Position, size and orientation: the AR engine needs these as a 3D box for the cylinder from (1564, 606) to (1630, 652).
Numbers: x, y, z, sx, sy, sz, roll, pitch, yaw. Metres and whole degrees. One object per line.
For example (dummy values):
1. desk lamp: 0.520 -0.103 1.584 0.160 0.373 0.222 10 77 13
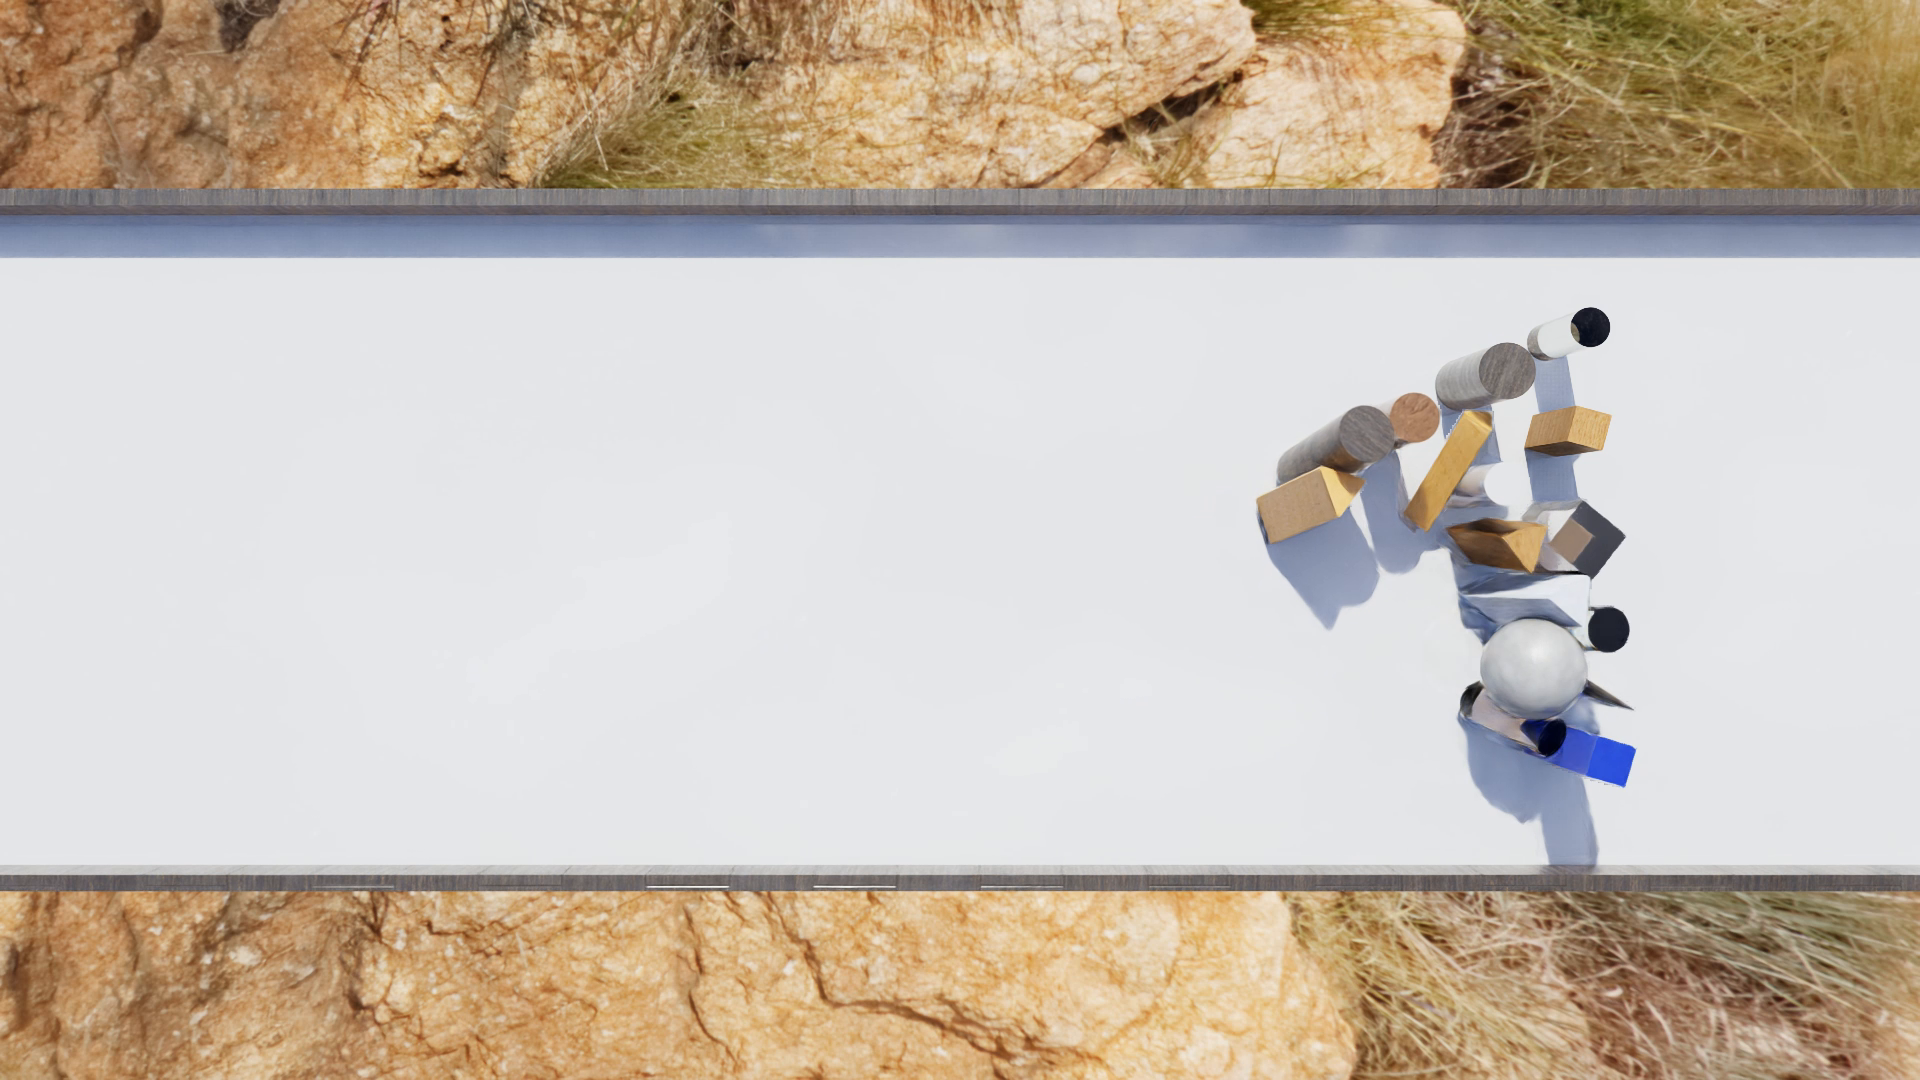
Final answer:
1. cylinder: 1.815 0.260 4.881 0.132 0.373 0.132 0 89 -10

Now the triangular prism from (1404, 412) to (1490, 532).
1. triangular prism: 1.458 -0.197 4.888 0.093 0.416 0.080 -2 47 -21

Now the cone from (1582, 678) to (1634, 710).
1. cone: 1.892 0.437 5.051 0.437 0.103 0.103 25 90 -7

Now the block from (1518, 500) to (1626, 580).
1. block: 1.785 0.001 4.895 0.166 0.348 0.166 38 88 -3

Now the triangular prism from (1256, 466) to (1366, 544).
1. triangular prism: 1.046 -0.115 4.883 0.130 0.368 0.150 -16 84 -23

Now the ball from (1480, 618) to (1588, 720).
1. ball: 1.654 0.372 4.759 0.294 0.294 0.294 0 90 0

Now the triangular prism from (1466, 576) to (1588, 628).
1. triangular prism: 1.692 0.157 4.872 0.147 0.401 0.128 38 78 -14

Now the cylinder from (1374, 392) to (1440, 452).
1. cylinder: 1.270 -0.336 4.860 0.144 0.422 0.144 0 87 -4

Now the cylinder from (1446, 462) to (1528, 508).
1. cylinder: 1.533 -0.158 4.854 0.122 0.445 0.122 0 90 0

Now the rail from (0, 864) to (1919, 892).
1. rail: -2.247 1.025 5.001 12.000 0.150 0.050 0 90 0

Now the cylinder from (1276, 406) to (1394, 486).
1. cylinder: 1.094 -0.251 4.836 0.167 0.453 0.167 2 78 -11

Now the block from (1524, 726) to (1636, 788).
1. block: 1.819 0.618 4.854 0.118 0.438 0.118 16 90 -4

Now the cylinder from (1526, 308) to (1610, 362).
1. cylinder: 1.802 -0.608 4.896 0.116 0.362 0.116 0 90 0

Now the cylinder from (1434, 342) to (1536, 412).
1. cylinder: 1.543 -0.477 4.862 0.162 0.429 0.162 0 90 0

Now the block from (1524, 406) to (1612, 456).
1. block: 1.800 -0.320 4.895 0.105 0.364 0.105 15 90 0

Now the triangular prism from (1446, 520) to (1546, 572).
1. triangular prism: 1.613 -0.012 4.910 0.123 0.327 0.143 -42 101 -6

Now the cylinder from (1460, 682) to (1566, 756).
1. cylinder: 1.646 0.531 4.918 0.117 0.306 0.117 -10 112 -28

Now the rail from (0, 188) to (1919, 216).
1. rail: -2.247 -1.025 5.002 12.000 0.150 0.050 0 90 0
